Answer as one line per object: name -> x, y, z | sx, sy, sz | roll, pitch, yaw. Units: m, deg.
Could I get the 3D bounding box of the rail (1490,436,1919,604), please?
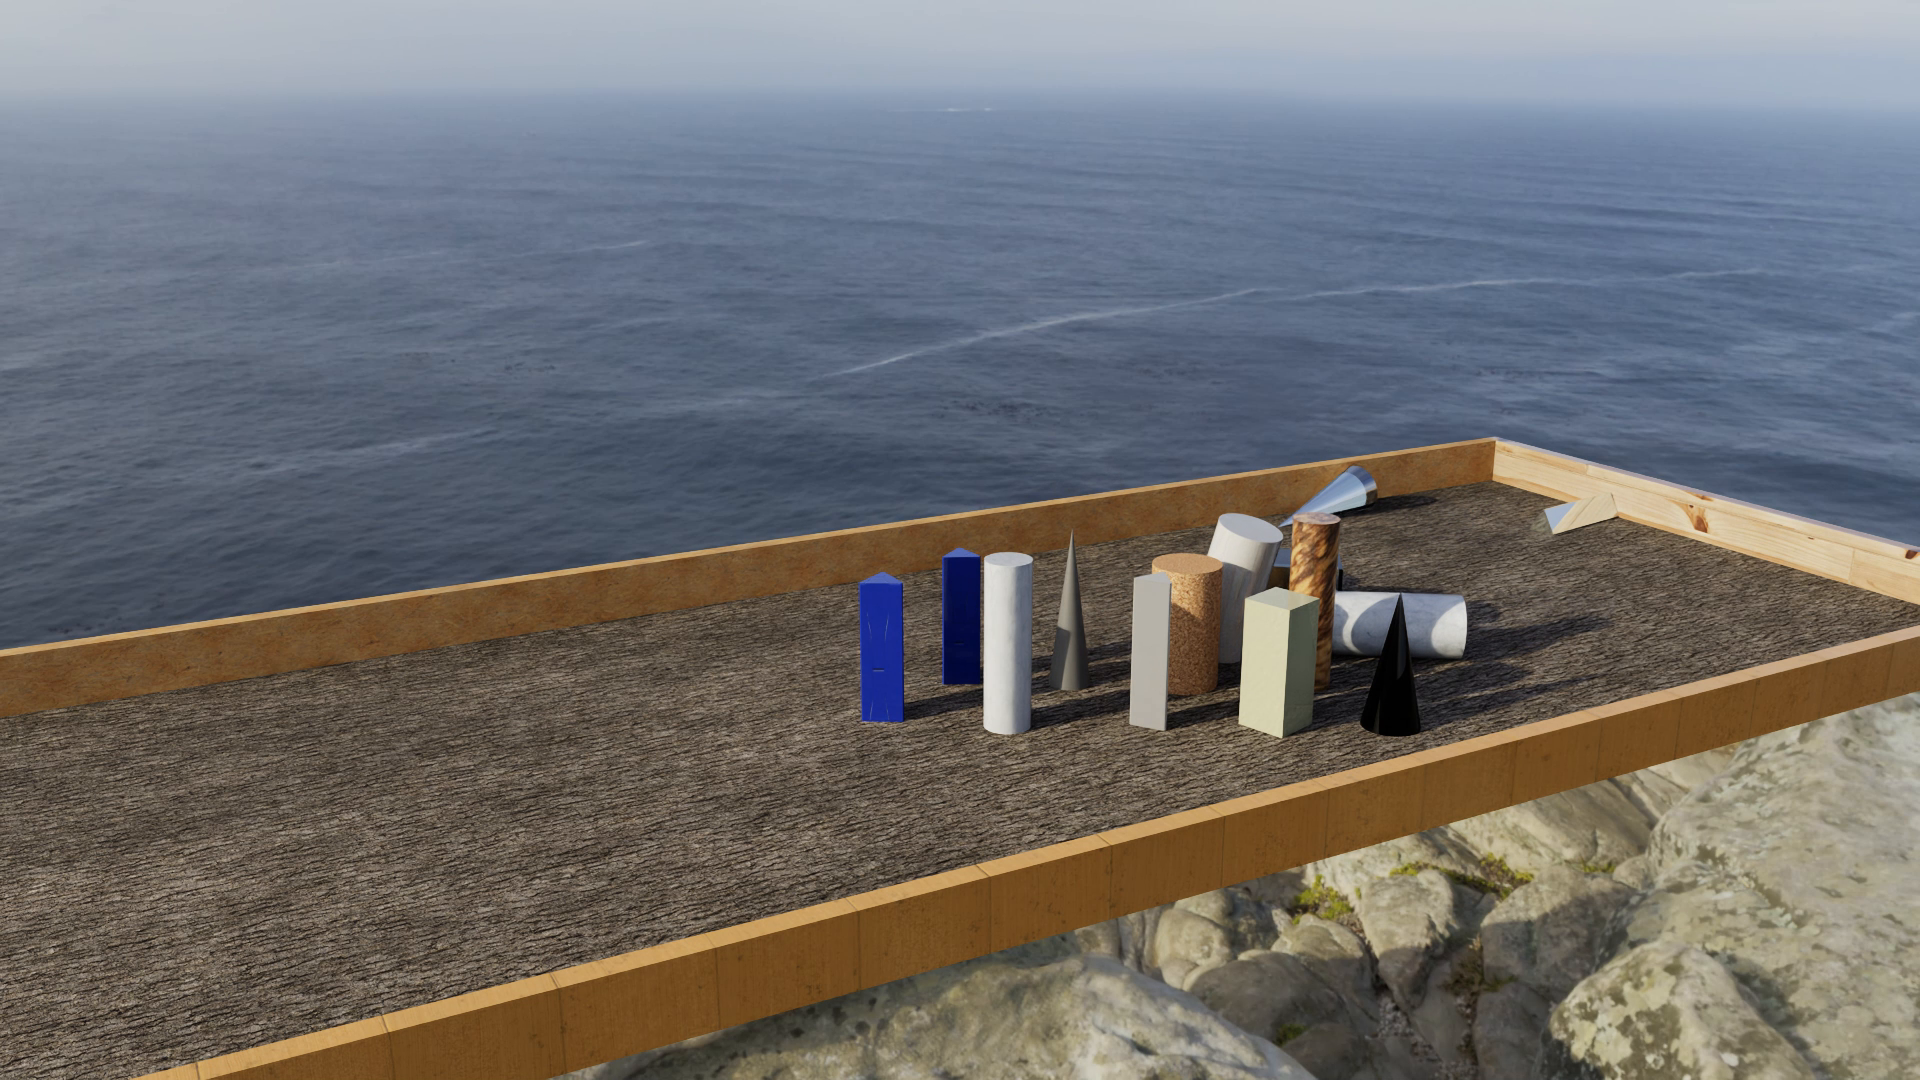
rail -> 2.466, -0.048, 5.253 | 0.050, 0.150, 2.100 | -9, 18, -27

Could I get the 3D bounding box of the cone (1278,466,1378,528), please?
cone -> 1.219, -0.112, 5.596 | 0.405, 0.159, 0.159 | -23, 26, -29

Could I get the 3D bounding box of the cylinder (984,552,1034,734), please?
cylinder -> 0.111, 0.239, 3.819 | 0.112, 0.407, 0.112 | 0, 16, 0

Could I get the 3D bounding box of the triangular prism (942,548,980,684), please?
triangular prism -> 0.001, 0.190, 4.119 | 0.092, 0.333, 0.080 | -1, 16, -4

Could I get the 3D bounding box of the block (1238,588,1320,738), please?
block -> 0.742, 0.284, 3.839 | 0.122, 0.311, 0.122 | -16, 23, -43

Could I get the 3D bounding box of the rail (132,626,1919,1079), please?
rail -> -2.336, 1.006, 1.665 | 12.000, 0.150, 0.050 | -9, 18, -27

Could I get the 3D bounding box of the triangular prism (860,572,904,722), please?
triangular prism -> -0.181, 0.252, 3.890 | 0.099, 0.343, 0.086 | 0, 16, 1

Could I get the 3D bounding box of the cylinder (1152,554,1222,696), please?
cylinder -> 0.559, 0.207, 4.094 | 0.172, 0.313, 0.172 | 0, 16, 0

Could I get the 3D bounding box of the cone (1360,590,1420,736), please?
cone -> 1.011, 0.275, 3.828 | 0.140, 0.334, 0.140 | 0, 16, 0

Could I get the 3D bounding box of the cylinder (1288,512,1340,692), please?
cylinder -> 0.867, 0.154, 4.067 | 0.113, 0.431, 0.113 | 0, 16, 0

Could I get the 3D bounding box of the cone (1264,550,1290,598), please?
cone -> 0.994, 0.080, 4.944 | 0.157, 0.157, 0.434 | 12, 10, 36

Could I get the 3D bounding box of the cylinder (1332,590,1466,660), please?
cylinder -> 1.103, 0.220, 4.308 | 0.397, 0.168, 0.168 | 2, 16, 6

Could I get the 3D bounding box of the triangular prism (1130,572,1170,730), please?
triangular prism -> 0.456, 0.256, 3.844 | 0.089, 0.360, 0.077 | 8, 18, 26

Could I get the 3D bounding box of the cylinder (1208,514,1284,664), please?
cylinder -> 0.700, 0.125, 4.255 | 0.168, 0.350, 0.168 | 12, 23, -5

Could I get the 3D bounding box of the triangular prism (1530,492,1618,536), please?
triangular prism -> 2.068, -0.095, 5.534 | 0.376, 0.077, 0.089 | -12, 20, -35

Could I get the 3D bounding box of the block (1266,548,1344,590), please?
block -> 0.897, 0.133, 4.593 | 0.309, 0.175, 0.175 | 2, 17, 8

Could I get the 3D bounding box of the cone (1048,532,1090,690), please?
cone -> 0.274, 0.163, 4.079 | 0.105, 0.406, 0.105 | 0, 16, 0

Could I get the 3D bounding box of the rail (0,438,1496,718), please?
rail -> -3.305, 0.497, 3.399 | 12.000, 0.150, 0.050 | -9, 18, -27
